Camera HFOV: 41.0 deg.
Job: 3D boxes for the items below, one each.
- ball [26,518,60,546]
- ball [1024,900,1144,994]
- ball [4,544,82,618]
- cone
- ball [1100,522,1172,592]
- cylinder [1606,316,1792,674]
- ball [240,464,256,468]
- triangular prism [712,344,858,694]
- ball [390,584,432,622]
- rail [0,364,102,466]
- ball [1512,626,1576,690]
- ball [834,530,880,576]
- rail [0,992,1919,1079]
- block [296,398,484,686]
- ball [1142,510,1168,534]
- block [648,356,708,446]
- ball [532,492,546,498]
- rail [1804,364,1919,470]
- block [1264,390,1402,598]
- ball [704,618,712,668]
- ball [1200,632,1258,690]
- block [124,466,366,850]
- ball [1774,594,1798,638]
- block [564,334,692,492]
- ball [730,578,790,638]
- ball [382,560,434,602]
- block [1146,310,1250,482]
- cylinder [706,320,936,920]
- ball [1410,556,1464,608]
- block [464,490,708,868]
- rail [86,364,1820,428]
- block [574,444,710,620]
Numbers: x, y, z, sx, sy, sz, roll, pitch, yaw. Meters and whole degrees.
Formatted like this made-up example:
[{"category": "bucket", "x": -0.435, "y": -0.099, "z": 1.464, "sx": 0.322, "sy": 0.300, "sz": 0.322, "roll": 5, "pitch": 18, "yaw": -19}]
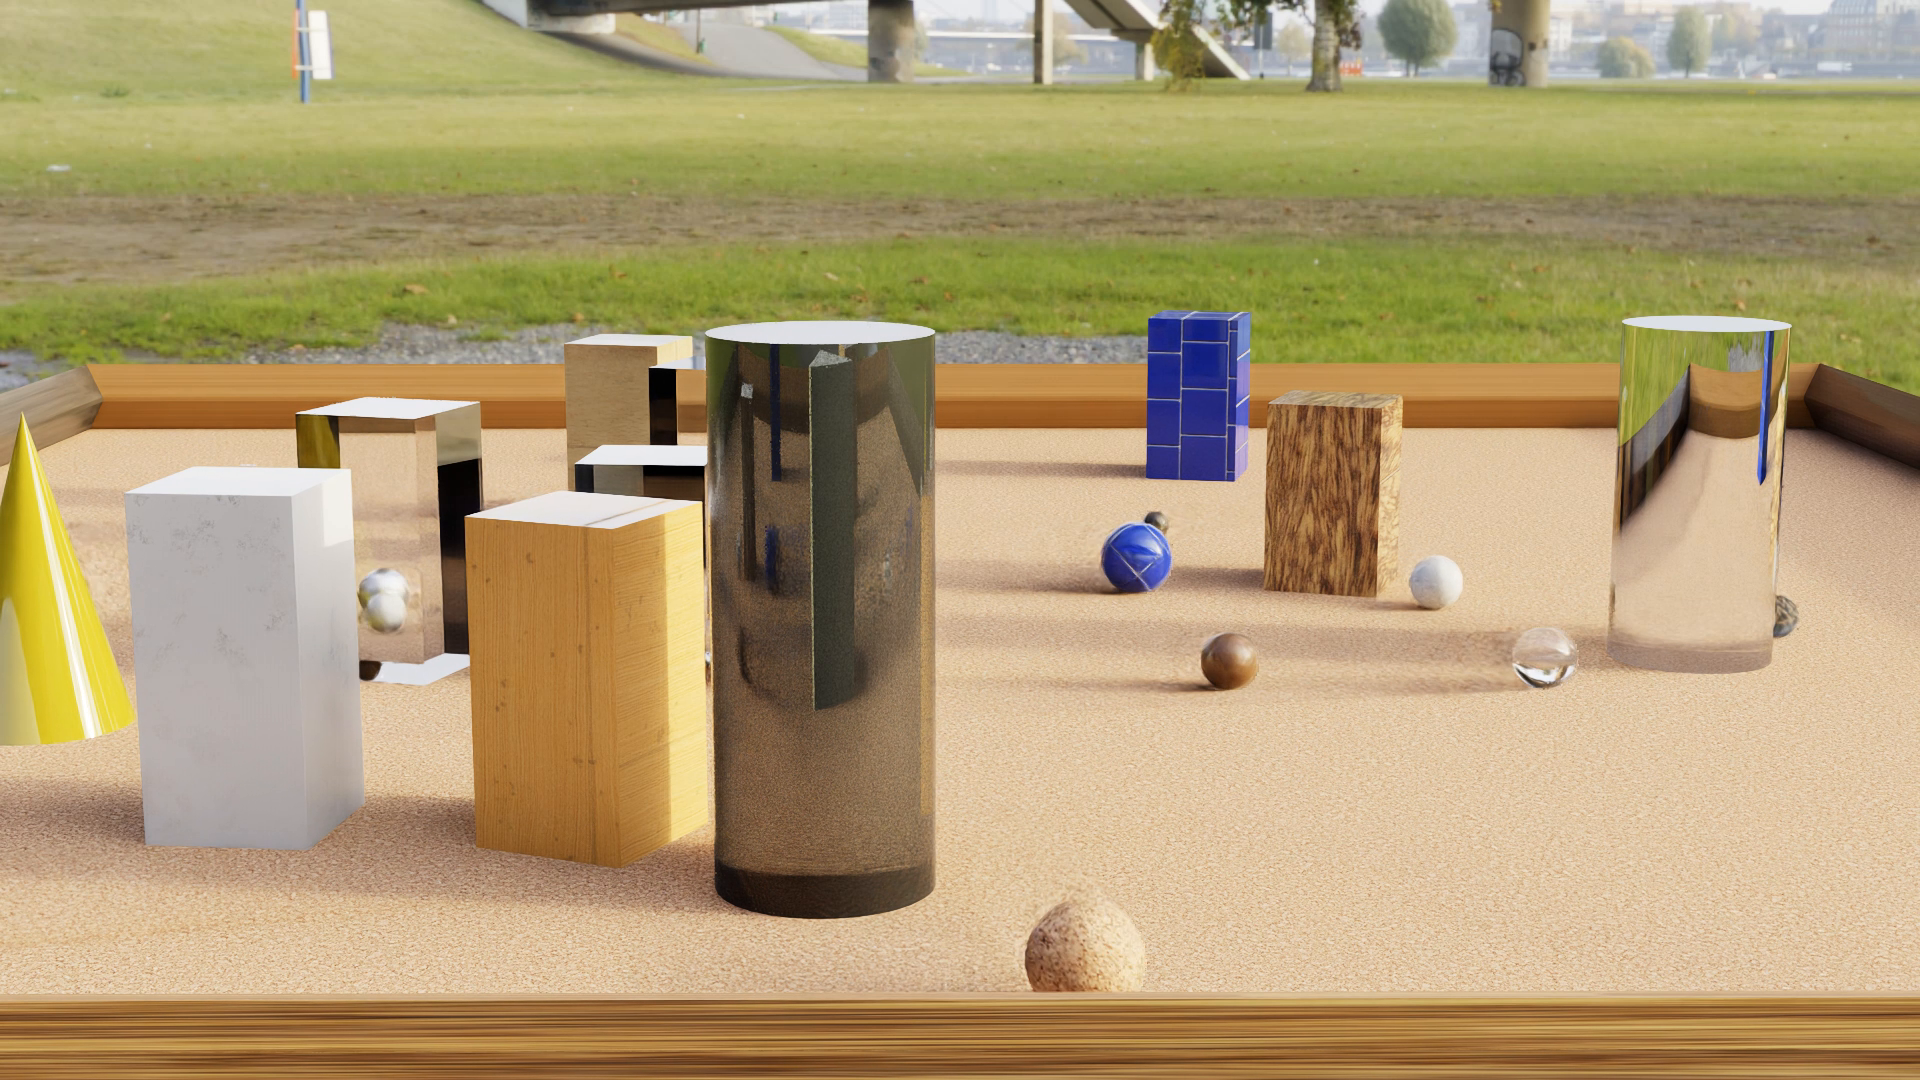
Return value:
[{"category": "ball", "x": -1.393, "y": -0.008, "z": 3.897, "sx": 0.049, "sy": 0.049, "sz": 0.049, "roll": 0, "pitch": 10, "yaw": 0}, {"category": "ball", "x": 0.096, "y": 0.324, "z": 1.983, "sx": 0.092, "sy": 0.092, "sz": 0.092, "roll": 0, "pitch": 10, "yaw": 0}, {"category": "ball", "x": -1.226, "y": 0.054, "z": 3.429, "sx": 0.099, "sy": 0.099, "sz": 0.099, "roll": 0, "pitch": 10, "yaw": 0}, {"category": "cone", "x": -1.030, "y": 0.032, "z": 2.849, "sx": 0.199, "sy": 0.352, "sz": 0.199, "roll": 0, "pitch": 10, "yaw": 0}, {"category": "ball", "x": 0.246, "y": 0.024, "z": 3.590, "sx": 0.100, "sy": 0.100, "sz": 0.100, "roll": 0, "pitch": 10, "yaw": 0}, {"category": "cylinder", "x": 0.911, "y": -0.060, "z": 3.172, "sx": 0.199, "sy": 0.416, "sz": 0.199, "roll": 0, "pitch": 10, "yaw": 0}, {"category": "ball", "x": -1.231, "y": -0.107, "z": 4.438, "sx": 0.047, "sy": 0.047, "sz": 0.047, "roll": 0, "pitch": 10, "yaw": 0}, {"category": "triangular prism", "x": -0.187, "y": -0.030, "z": 3.068, "sx": 0.173, "sy": 0.395, "sz": 0.150, "roll": 2, "pitch": 11, "yaw": 13}, {"category": "ball", "x": -0.727, "y": 0.083, "z": 3.397, "sx": 0.052, "sy": 0.052, "sz": 0.052, "roll": 0, "pitch": 10, "yaw": 0}, {"category": "rail", "x": -1.736, "y": 0.035, "z": 3.439, "sx": 0.045, "sy": 0.130, "sz": 3.594, "roll": 0, "pitch": 10, "yaw": 0}, {"category": "ball", "x": 0.691, "y": 0.139, "z": 3.033, "sx": 0.074, "sy": 0.074, "sz": 0.074, "roll": 0, "pitch": 10, "yaw": 0}, {"category": "ball", "x": -0.149, "y": 0.019, "z": 3.704, "sx": 0.068, "sy": 0.068, "sz": 0.068, "roll": 0, "pitch": 10, "yaw": 0}, {"category": "rail", "x": 0.010, "y": 0.356, "z": 1.705, "sx": 3.520, "sy": 0.130, "sz": 0.045, "roll": 0, "pitch": 10, "yaw": 0}, {"category": "block", "x": -0.688, "y": -0.002, "z": 3.123, "sx": 0.160, "sy": 0.320, "sz": 0.160, "roll": 3, "pitch": 11, "yaw": 17}, {"category": "ball", "x": 0.305, "y": -0.024, "z": 4.007, "sx": 0.042, "sy": 0.042, "sz": 0.042, "roll": 0, "pitch": 10, "yaw": 0}, {"category": "block", "x": -0.360, "y": -0.124, "z": 3.873, "sx": 0.160, "sy": 0.286, "sz": 0.160, "roll": 4, "pitch": 11, "yaw": 18}, {"category": "ball", "x": -0.679, "y": -0.055, "z": 4.167, "sx": 0.044, "sy": 0.044, "sz": 0.044, "roll": 0, "pitch": 10, "yaw": 0}, {"category": "rail", "x": 1.736, "y": 0.032, "z": 3.459, "sx": 0.045, "sy": 0.130, "sz": 3.594, "roll": 0, "pitch": 10, "yaw": 0}, {"category": "block", "x": 0.529, "y": -0.068, "z": 3.633, "sx": 0.160, "sy": 0.265, "sz": 0.160, "roll": 4, "pitch": 11, "yaw": 19}, {"category": "ball", "x": -0.281, "y": 0.124, "z": 3.113, "sx": 0.076, "sy": 0.076, "sz": 0.076, "roll": 0, "pitch": 10, "yaw": 0}, {"category": "ball", "x": 0.318, "y": 0.143, "z": 3.034, "sx": 0.068, "sy": 0.068, "sz": 0.068, "roll": 0, "pitch": 10, "yaw": 0}, {"category": "block", "x": -0.683, "y": 0.110, "z": 2.468, "sx": 0.160, "sy": 0.338, "sz": 0.160, "roll": 1, "pitch": 11, "yaw": 6}, {"category": "ball", "x": 1.050, "y": 0.098, "z": 3.303, "sx": 0.056, "sy": 0.056, "sz": 0.056, "roll": 0, "pitch": 10, "yaw": 0}, {"category": "block", "x": -0.540, "y": -0.186, "z": 4.212, "sx": 0.160, "sy": 0.286, "sz": 0.160, "roll": 3, "pitch": 11, "yaw": 14}, {"category": "ball", "x": -0.259, "y": 0.088, "z": 3.305, "sx": 0.077, "sy": 0.077, "sz": 0.077, "roll": 0, "pitch": 10, "yaw": 0}, {"category": "ball", "x": -0.749, "y": 0.060, "z": 3.482, "sx": 0.067, "sy": 0.067, "sz": 0.067, "roll": 0, "pitch": 10, "yaw": 0}, {"category": "block", "x": 0.430, "y": -0.261, "z": 4.618, "sx": 0.160, "sy": 0.286, "sz": 0.160, "roll": 3, "pitch": 11, "yaw": 14}, {"category": "cylinder", "x": -0.121, "y": 0.065, "z": 2.271, "sx": 0.199, "sy": 0.498, "sz": 0.199, "roll": 0, "pitch": 10, "yaw": 0}, {"category": "ball", "x": 0.647, "y": 0.057, "z": 3.482, "sx": 0.073, "sy": 0.073, "sz": 0.073, "roll": 0, "pitch": 10, "yaw": 0}, {"category": "block", "x": -0.351, "y": 0.127, "z": 2.433, "sx": 0.160, "sy": 0.317, "sz": 0.160, "roll": 5, "pitch": 11, "yaw": 24}, {"category": "rail", "x": -0.010, "y": -0.289, "z": 5.192, "sx": 3.520, "sy": 0.130, "sz": 0.045, "roll": 0, "pitch": 10, "yaw": 0}, {"category": "block", "x": -0.383, "y": 0.017, "z": 3.214, "sx": 0.160, "sy": 0.250, "sz": 0.160, "roll": 1, "pitch": 11, "yaw": 4}]
